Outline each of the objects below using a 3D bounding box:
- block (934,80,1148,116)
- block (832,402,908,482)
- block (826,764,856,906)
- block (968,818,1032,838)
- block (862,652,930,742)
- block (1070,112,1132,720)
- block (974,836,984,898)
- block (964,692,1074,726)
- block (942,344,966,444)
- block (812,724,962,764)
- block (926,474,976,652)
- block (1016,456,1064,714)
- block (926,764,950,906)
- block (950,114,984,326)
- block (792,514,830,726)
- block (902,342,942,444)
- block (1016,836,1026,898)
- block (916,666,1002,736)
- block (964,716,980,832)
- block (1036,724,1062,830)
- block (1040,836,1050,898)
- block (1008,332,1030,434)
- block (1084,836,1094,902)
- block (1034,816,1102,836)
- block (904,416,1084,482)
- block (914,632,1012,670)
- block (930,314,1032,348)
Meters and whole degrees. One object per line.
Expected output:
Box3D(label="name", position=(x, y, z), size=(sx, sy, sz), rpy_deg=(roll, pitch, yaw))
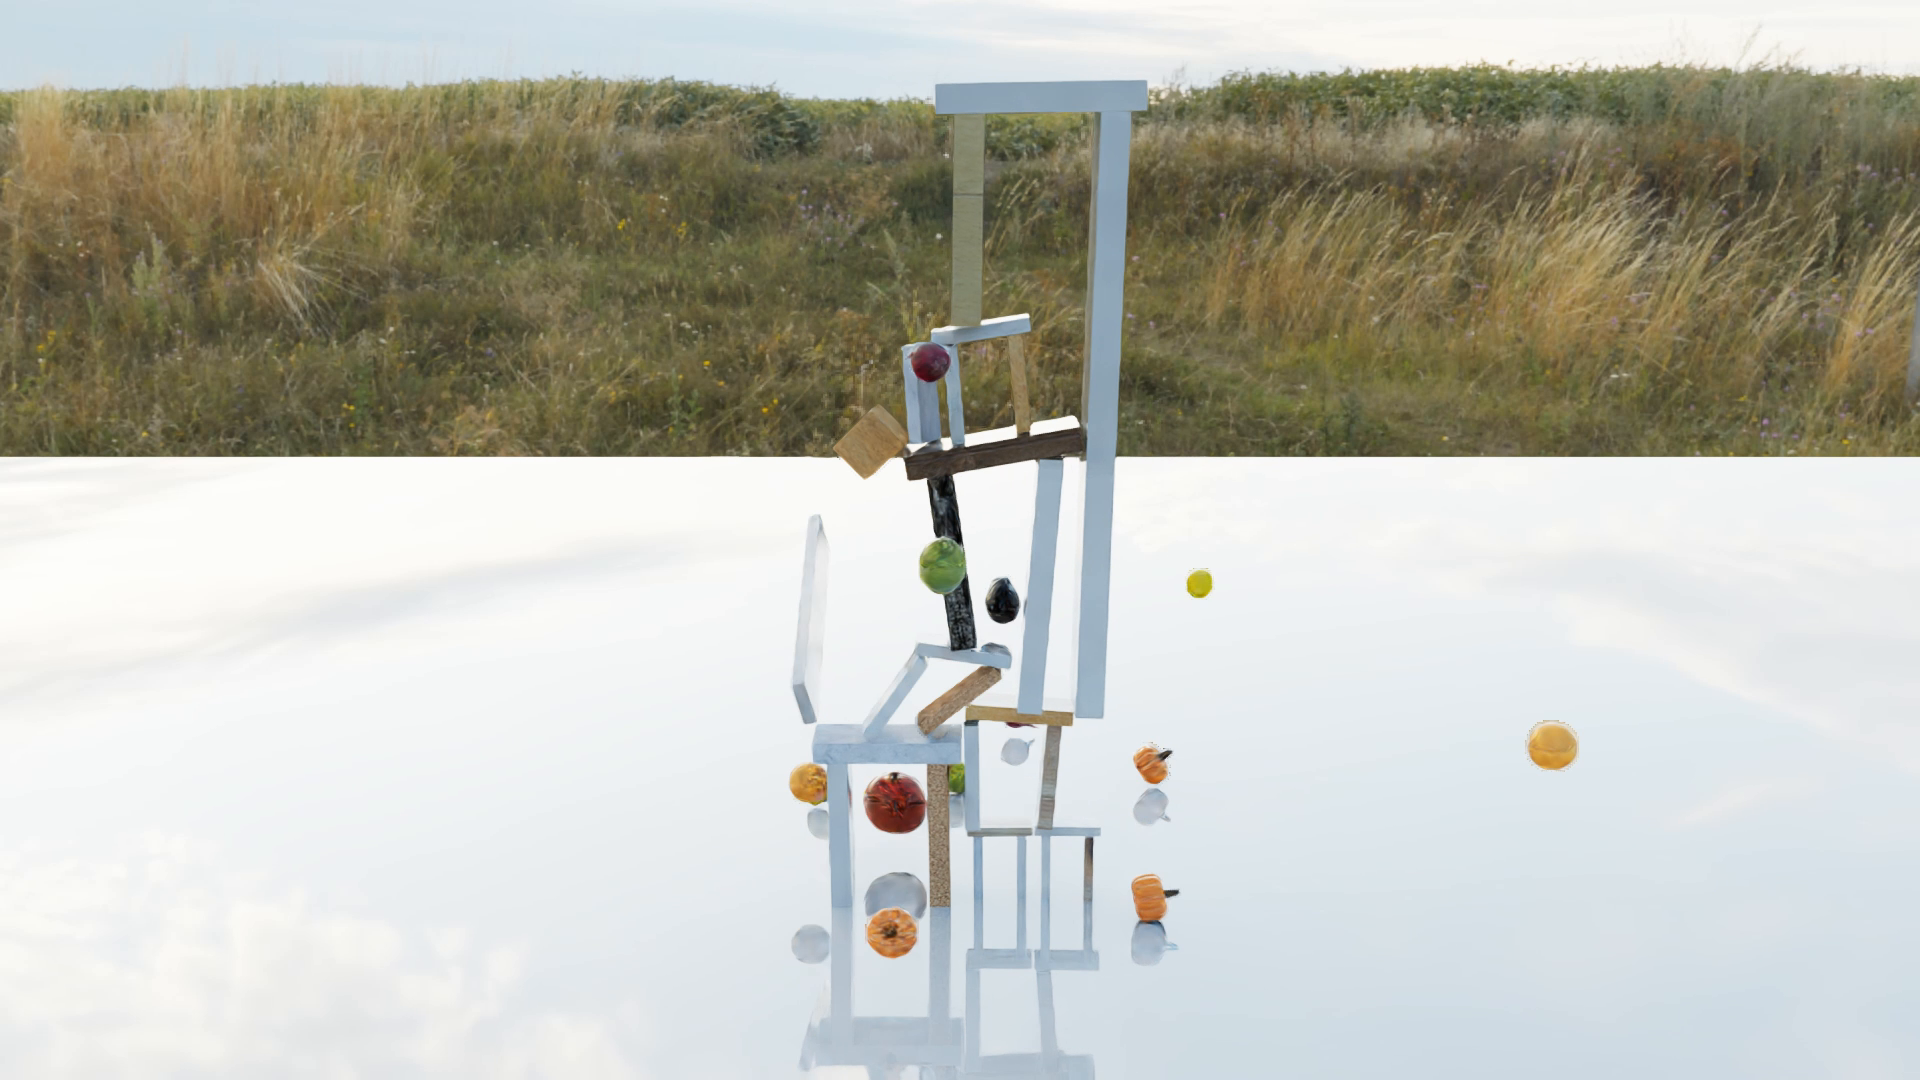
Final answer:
Box3D(label="block", position=(0.125, -0.691, 3.439), size=(0.325, 0.046, 0.162), rpy_deg=(-1, 10, 0))
Box3D(label="block", position=(-0.146, -0.161, 3.644), size=(0.023, 0.080, 0.159), rpy_deg=(-47, 5, -34))
Box3D(label="block", position=(-0.196, 0.471, 3.644), size=(0.034, 0.242, 0.121), rpy_deg=(-1, 11, 0))
Box3D(label="block", position=(0.065, 0.477, 3.649), size=(0.107, 0.015, 0.054), rpy_deg=(-1, 11, 0))
Box3D(label="block", position=(-0.105, 0.251, 3.590), size=(0.022, 0.157, 0.078), rpy_deg=(35, 8, -7))
Box3D(label="block", position=(0.223, -0.198, 3.527), size=(0.046, 0.958, 0.162), rpy_deg=(2, 10, -1))
Box3D(label="block", position=(0.030, 0.537, 3.660), size=(0.015, 0.107, 0.054), rpy_deg=(-1, 11, 0))
Box3D(label="block", position=(0.096, 0.278, 3.614), size=(0.175, 0.025, 0.088), rpy_deg=(4, 10, -1))
Box3D(label="block", position=(-0.009, -0.236, 3.515), size=(0.022, 0.157, 0.079), rpy_deg=(-5, 10, 1))
Box3D(label="block", position=(-0.119, 0.335, 3.619), size=(0.242, 0.034, 0.121), rpy_deg=(0, 11, 0))
Box3D(label="block", position=(-0.013, 0.026, 3.564), size=(0.040, 0.283, 0.141), rpy_deg=(-8, 10, 2))
Box3D(label="block", position=(0.129, 0.065, 3.571), size=(0.040, 0.413, 0.141), rpy_deg=(5, 10, 0))
Box3D(label="block", position=(-0.035, 0.471, 3.644), size=(0.034, 0.242, 0.121), rpy_deg=(-1, 11, 0))
Box3D(label="block", position=(0.011, -0.506, 3.473), size=(0.046, 0.325, 0.162), rpy_deg=(1, 10, -1))
Box3D(label="block", position=(-0.267, 0.131, 3.984), size=(0.023, 0.080, 0.661), rpy_deg=(-13, 25, 5))
Box3D(label="block", position=(-0.062, -0.239, 3.564), size=(0.023, 0.159, 0.080), rpy_deg=(0, 9, 23))
Box3D(label="block", position=(0.102, 0.537, 3.660), size=(0.015, 0.107, 0.054), rpy_deg=(0, 11, 0))
Box3D(label="block", position=(-0.001, 0.256, 3.599), size=(0.157, 0.022, 0.078), rpy_deg=(-37, 9, 5))
Box3D(label="block", position=(0.019, 0.382, 3.633), size=(0.025, 0.178, 0.088), rpy_deg=(-1, 11, 0))
Box3D(label="block", position=(0.146, 0.380, 3.632), size=(0.025, 0.175, 0.088), rpy_deg=(5, 10, -1))
Box3D(label="block", position=(0.143, 0.536, 3.660), size=(0.015, 0.109, 0.054), rpy_deg=(0, 11, 2))
Box3D(label="block", position=(0.094, -0.253, 3.514), size=(0.022, 0.158, 0.079), rpy_deg=(-6, 10, 1))
Box3D(label="block", position=(0.214, 0.538, 3.648), size=(0.015, 0.109, 0.054), rpy_deg=(1, 11, 4))
Box3D(label="block", position=(0.179, 0.475, 3.647), size=(0.109, 0.015, 0.054), rpy_deg=(0, 10, 2))
Box3D(label="block", position=(0.053, -0.147, 3.534), size=(0.283, 0.040, 0.141), rpy_deg=(-10, 10, 1))
Box3D(label="block", position=(0.006, 0.180, 3.592), size=(0.157, 0.022, 0.078), rpy_deg=(9, 10, -3))
Box3D(label="block", position=(0.033, -0.334, 3.499), size=(0.158, 0.022, 0.079), rpy_deg=(-9, 10, 1))
